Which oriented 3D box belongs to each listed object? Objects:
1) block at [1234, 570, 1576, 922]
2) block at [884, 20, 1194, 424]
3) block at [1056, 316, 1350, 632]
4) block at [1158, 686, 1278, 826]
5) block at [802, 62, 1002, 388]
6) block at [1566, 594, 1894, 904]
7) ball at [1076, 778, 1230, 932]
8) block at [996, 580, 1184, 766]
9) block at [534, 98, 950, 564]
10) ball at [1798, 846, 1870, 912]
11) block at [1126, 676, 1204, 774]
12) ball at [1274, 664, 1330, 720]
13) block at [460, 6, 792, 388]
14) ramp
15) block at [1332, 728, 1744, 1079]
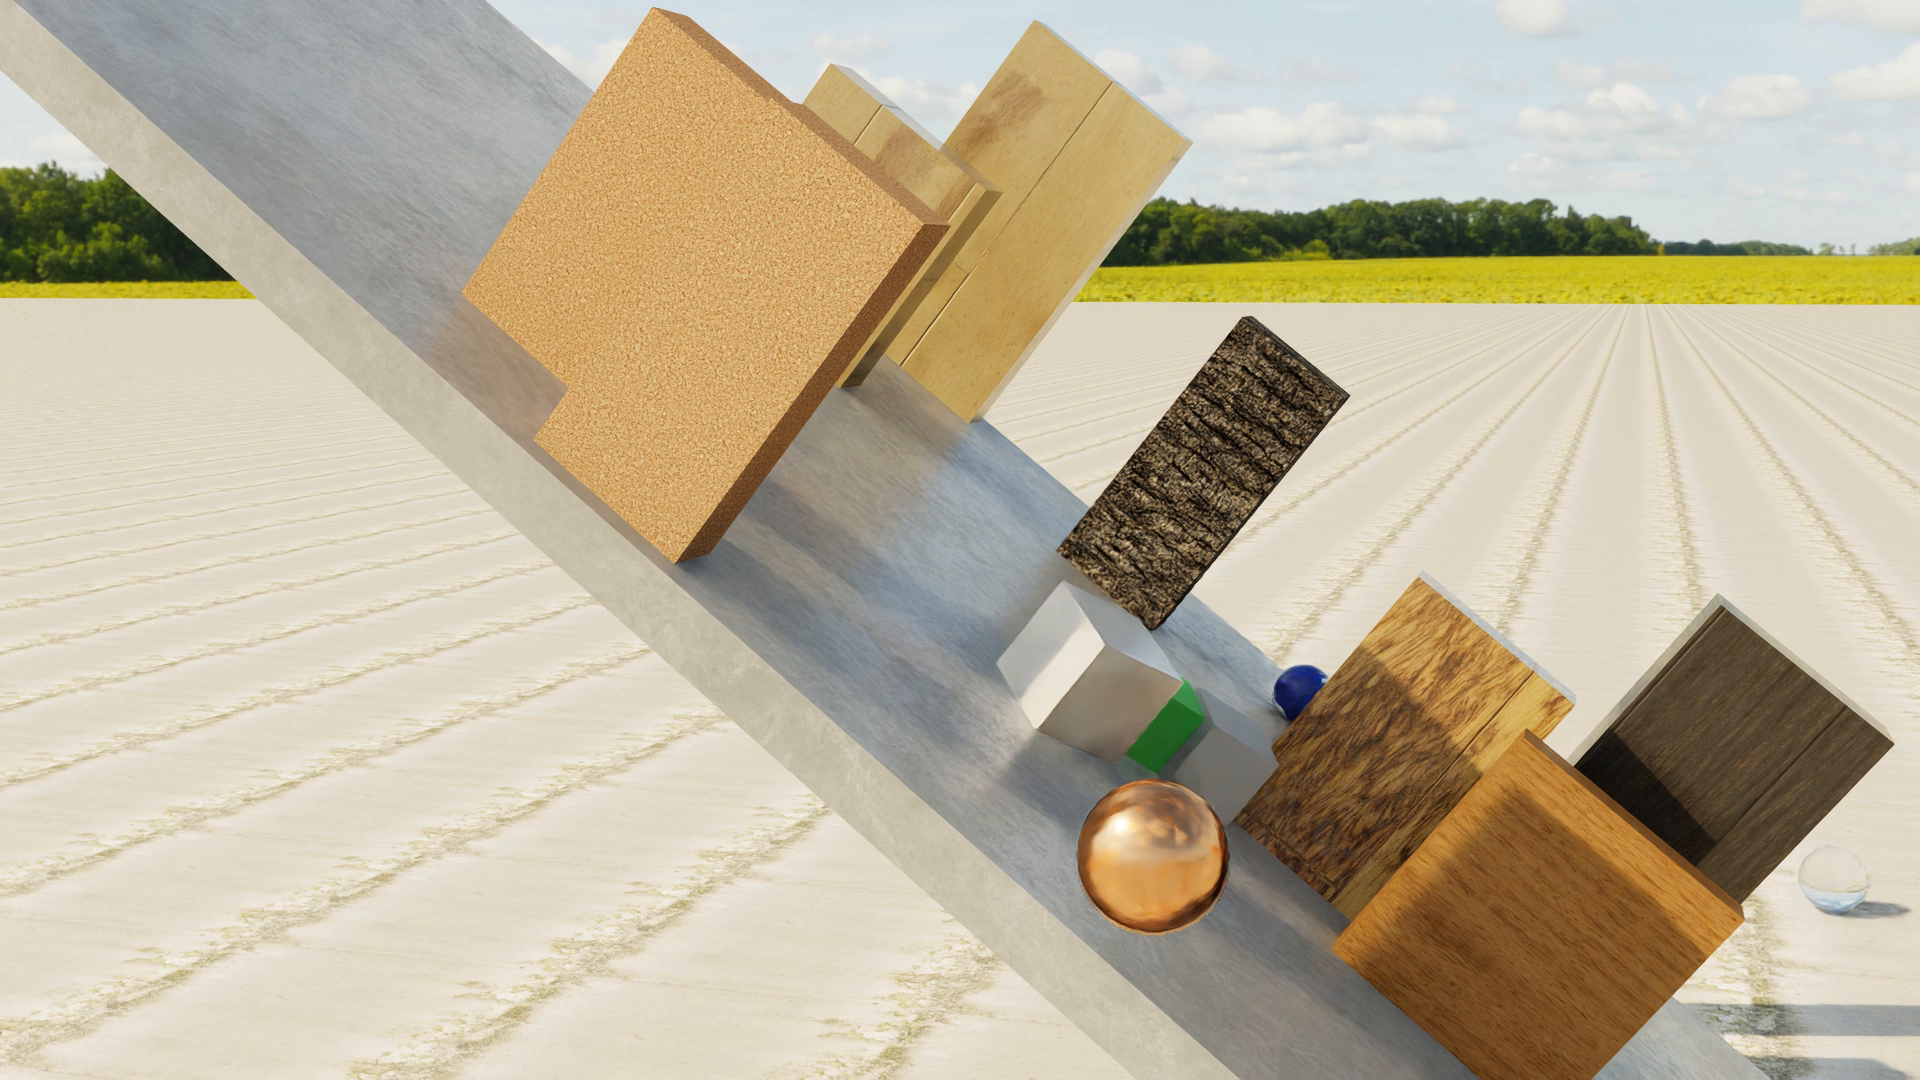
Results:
[{"bbox_3d":[0.746,0.365,3.770,0.331,0.535,0.089,40,16,9],"label":"block"},{"bbox_3d":[0.104,-0.699,4.879,0.425,0.784,0.097,40,16,9],"label":"block"},{"bbox_3d":[0.491,-0.134,4.463,0.257,0.611,0.121,40,16,9],"label":"block"},{"bbox_3d":[0.435,0.372,3.792,0.143,0.143,0.143,32,17,-18],"label":"block"},{"bbox_3d":[-0.234,-0.639,4.498,0.414,0.503,0.123,40,16,9],"label":"block"},{"bbox_3d":[1.185,0.516,3.810,0.354,0.800,0.146,40,16,9],"label":"block"},{"bbox_3d":[0.263,0.430,3.002,0.208,0.208,0.208,0,7,0],"label":"ball"},{"bbox_3d":[0.214,0.221,3.658,0.186,0.186,0.186,26,20,-35],"label":"block"},{"bbox_3d":[-0.318,-0.296,3.165,0.282,0.614,0.126,40,16,9],"label":"block"},{"bbox_3d":[2.540,0.985,6.394,0.194,0.194,0.194,0,7,0],"label":"ball"},{"bbox_3d":[0.318,0.292,3.786,0.131,0.131,0.131,32,17,-18],"label":"block"},{"bbox_3d":[0.715,0.320,4.575,0.124,0.124,0.124,0,7,0],"label":"ball"},{"bbox_3d":[-0.507,-0.521,3.484,0.290,0.557,0.132,40,16,9],"label":"block"},{"bbox_3d":[-0.027,0.080,4.052,4.000,0.100,2.000,40,16,9],"label":"ramp"},{"bbox_3d":[0.923,0.625,3.537,0.432,0.475,0.080,40,16,9],"label":"block"}]
